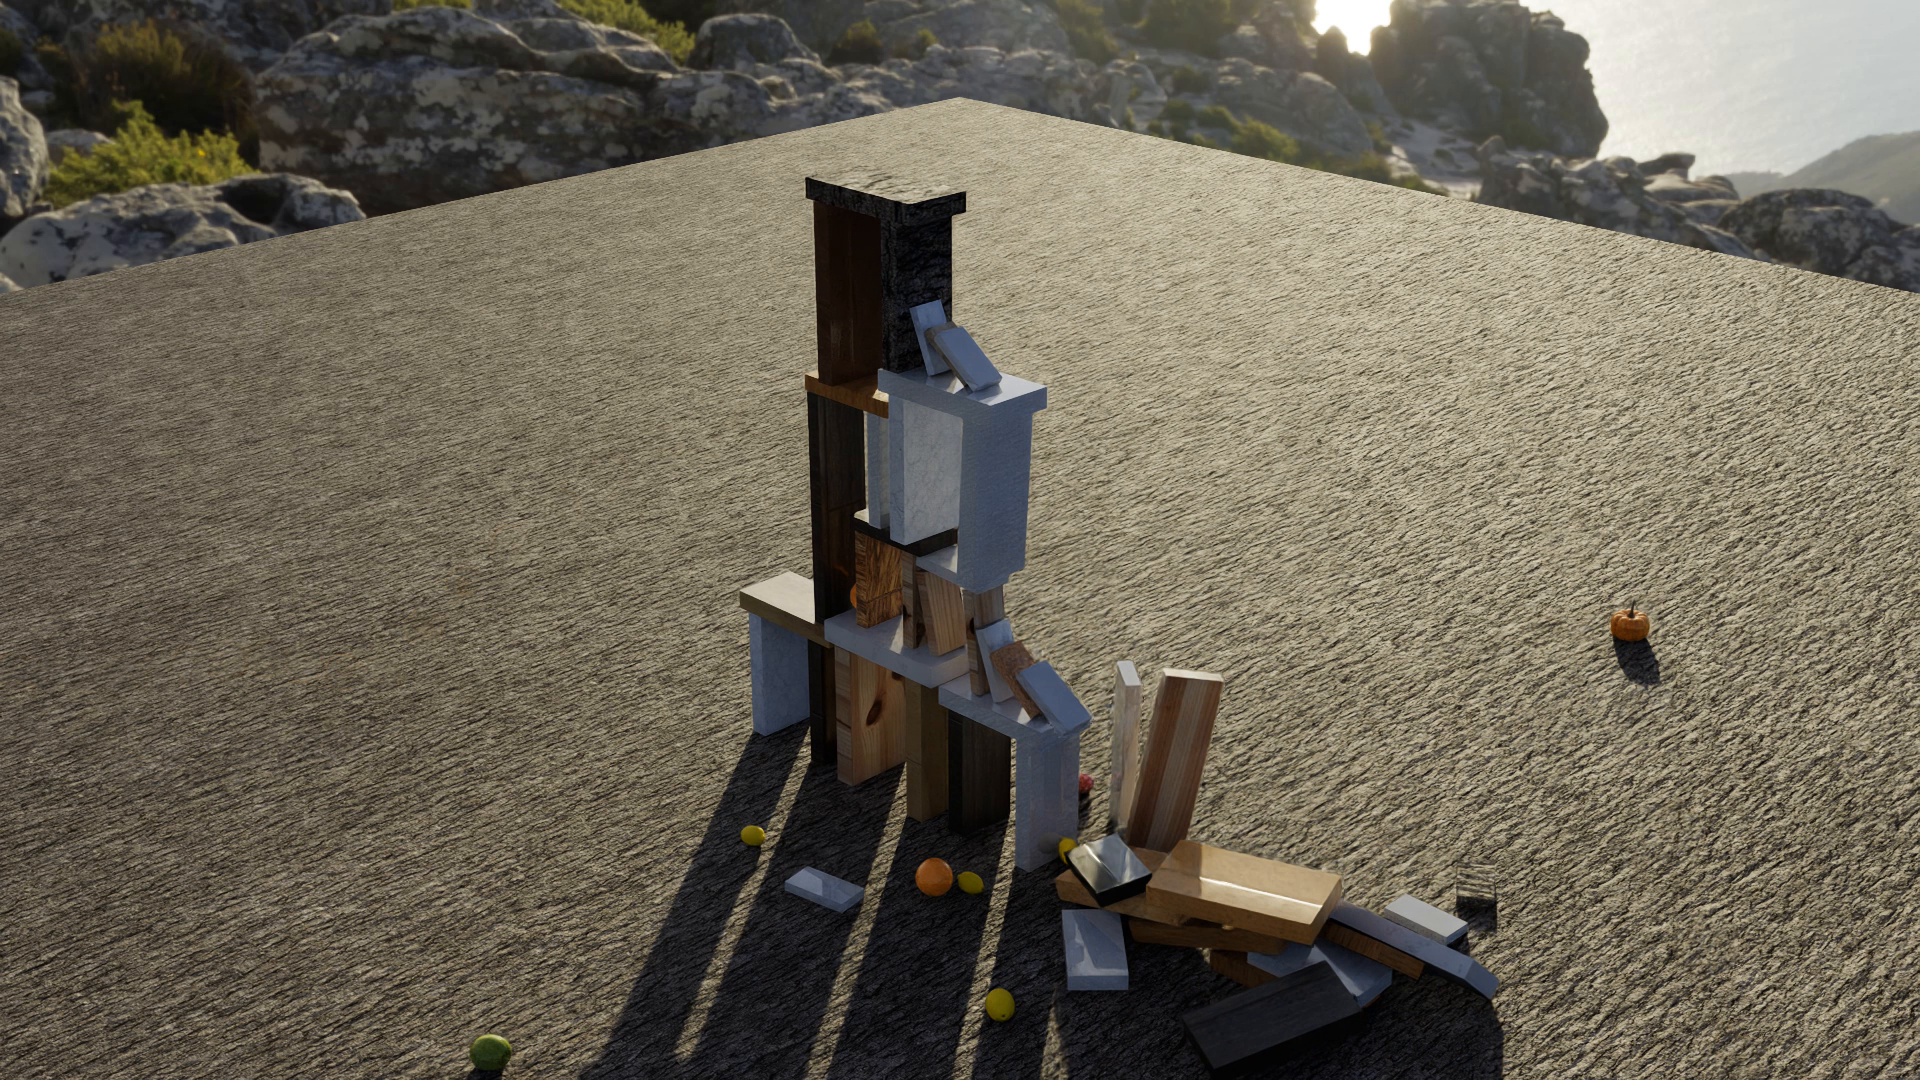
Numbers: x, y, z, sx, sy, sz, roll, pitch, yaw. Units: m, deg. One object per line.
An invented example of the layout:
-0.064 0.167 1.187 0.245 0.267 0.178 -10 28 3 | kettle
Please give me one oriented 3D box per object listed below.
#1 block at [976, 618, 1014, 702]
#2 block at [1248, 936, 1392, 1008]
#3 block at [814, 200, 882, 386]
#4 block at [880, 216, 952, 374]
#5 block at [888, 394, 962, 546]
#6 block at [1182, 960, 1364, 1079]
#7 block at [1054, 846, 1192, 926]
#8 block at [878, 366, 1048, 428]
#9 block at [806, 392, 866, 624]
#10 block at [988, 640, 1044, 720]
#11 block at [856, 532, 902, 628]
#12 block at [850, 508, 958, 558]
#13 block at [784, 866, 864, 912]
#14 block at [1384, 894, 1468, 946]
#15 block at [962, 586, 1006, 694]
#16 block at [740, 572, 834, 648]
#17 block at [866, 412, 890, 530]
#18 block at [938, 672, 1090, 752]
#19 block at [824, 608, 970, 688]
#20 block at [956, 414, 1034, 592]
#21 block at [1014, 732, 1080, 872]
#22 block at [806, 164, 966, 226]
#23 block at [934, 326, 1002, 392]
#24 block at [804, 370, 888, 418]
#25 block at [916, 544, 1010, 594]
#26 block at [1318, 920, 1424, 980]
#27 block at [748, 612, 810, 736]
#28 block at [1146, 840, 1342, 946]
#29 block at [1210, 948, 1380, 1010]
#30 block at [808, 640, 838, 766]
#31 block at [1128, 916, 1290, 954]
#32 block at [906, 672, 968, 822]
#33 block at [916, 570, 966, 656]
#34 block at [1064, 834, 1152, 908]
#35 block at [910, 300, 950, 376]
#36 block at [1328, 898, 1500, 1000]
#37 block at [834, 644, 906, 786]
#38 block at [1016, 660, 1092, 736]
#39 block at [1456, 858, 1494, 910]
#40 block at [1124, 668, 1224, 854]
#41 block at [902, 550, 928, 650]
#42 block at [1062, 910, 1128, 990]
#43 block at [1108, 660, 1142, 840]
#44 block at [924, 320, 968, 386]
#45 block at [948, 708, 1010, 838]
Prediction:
0.079 0.231 4.230 0.073 0.146 0.021 -22 12 -41 | block
0.630 0.747 3.860 0.226 0.032 0.113 19 30 38 | block
-0.211 -0.488 4.256 0.144 0.360 0.041 -21 31 -40 | block
-0.080 -0.469 4.119 0.041 0.288 0.144 21 31 40 | block
-0.066 -0.153 4.232 0.149 0.298 0.042 -20 30 -39 | block
0.527 0.811 3.706 0.272 0.039 0.136 -19 33 -10 | block
0.339 0.636 4.084 0.154 0.044 0.308 -28 20 -37 | block
0.003 -0.282 4.099 0.149 0.042 0.298 -21 30 -40 | block
-0.247 -0.074 4.466 0.117 0.499 0.033 -20 30 -39 | block
0.125 0.265 4.193 0.073 0.021 0.146 -22 71 -41 | block
-0.162 0.067 4.432 0.029 0.204 0.102 21 31 41 | block
-0.113 -0.022 4.342 0.102 0.029 0.204 -21 31 -40 | block
-0.257 0.663 4.173 0.138 0.020 0.069 15 27 32 | block
0.863 0.704 4.077 0.069 0.020 0.138 -21 31 -40 | block
0.052 0.186 4.248 0.085 0.212 0.024 -21 24 -41 | block
-0.318 0.145 4.639 0.284 0.040 0.142 21 31 41 | block
-0.126 -0.150 4.305 0.117 0.235 0.033 -21 31 -40 | block
0.104 0.322 4.250 0.274 0.039 0.137 21 31 41 | block
-0.111 0.205 4.424 0.156 0.044 0.311 -21 31 -41 | block
0.065 -0.084 4.118 0.042 0.337 0.149 23 32 37 | block
0.169 0.491 4.251 0.137 0.275 0.039 -21 31 -41 | block
-0.141 -0.647 4.117 0.144 0.041 0.288 -21 31 -40 | block
0.015 -0.334 4.049 0.065 0.018 0.131 -21 66 -40 | block
-0.182 -0.296 4.306 0.117 0.033 0.235 -21 31 -40 | block
0.004 0.054 4.245 0.085 0.024 0.170 -21 34 -40 | block
0.703 0.715 3.900 0.113 0.032 0.226 28 -8 -32 | block
-0.385 0.269 4.764 0.040 0.284 0.142 21 31 41 | block
0.502 0.622 3.897 0.308 0.044 0.154 9 30 27 | block
0.593 0.769 3.900 0.272 0.039 0.136 21 30 40 | block
-0.251 0.321 4.640 0.040 0.284 0.142 21 31 41 | block
0.475 0.678 3.977 0.308 0.044 0.154 -3 22 40 | block
-0.037 0.397 4.426 0.044 0.311 0.156 21 31 41 | block
-0.034 0.133 4.319 0.085 0.170 0.024 -21 17 -40 | block
0.277 0.613 4.086 0.107 0.030 0.214 -18 16 -9 | block
-0.048 -0.378 4.109 0.065 0.131 0.018 -21 8 -41 | block
0.735 0.697 3.963 0.476 0.039 0.136 21 -12 40 | block
-0.184 0.340 4.561 0.044 0.311 0.156 21 31 40 | block
0.177 0.298 4.162 0.073 0.021 0.146 -22 65 -41 | block
0.982 0.655 4.191 0.069 0.020 0.138 5 23 11 | block
0.408 0.433 4.227 0.113 0.387 0.032 6 21 -11 | block
-0.066 0.104 4.343 0.102 0.204 0.029 -21 31 -40 | block
0.243 0.740 3.978 0.107 0.030 0.214 0 23 -1 | block
0.325 0.416 4.340 0.030 0.343 0.107 -1 23 -6 | block
-0.003 -0.345 4.076 0.065 0.018 0.130 -21 67 -41 | block
0.040 0.441 4.370 0.039 0.274 0.137 21 31 41 | block
